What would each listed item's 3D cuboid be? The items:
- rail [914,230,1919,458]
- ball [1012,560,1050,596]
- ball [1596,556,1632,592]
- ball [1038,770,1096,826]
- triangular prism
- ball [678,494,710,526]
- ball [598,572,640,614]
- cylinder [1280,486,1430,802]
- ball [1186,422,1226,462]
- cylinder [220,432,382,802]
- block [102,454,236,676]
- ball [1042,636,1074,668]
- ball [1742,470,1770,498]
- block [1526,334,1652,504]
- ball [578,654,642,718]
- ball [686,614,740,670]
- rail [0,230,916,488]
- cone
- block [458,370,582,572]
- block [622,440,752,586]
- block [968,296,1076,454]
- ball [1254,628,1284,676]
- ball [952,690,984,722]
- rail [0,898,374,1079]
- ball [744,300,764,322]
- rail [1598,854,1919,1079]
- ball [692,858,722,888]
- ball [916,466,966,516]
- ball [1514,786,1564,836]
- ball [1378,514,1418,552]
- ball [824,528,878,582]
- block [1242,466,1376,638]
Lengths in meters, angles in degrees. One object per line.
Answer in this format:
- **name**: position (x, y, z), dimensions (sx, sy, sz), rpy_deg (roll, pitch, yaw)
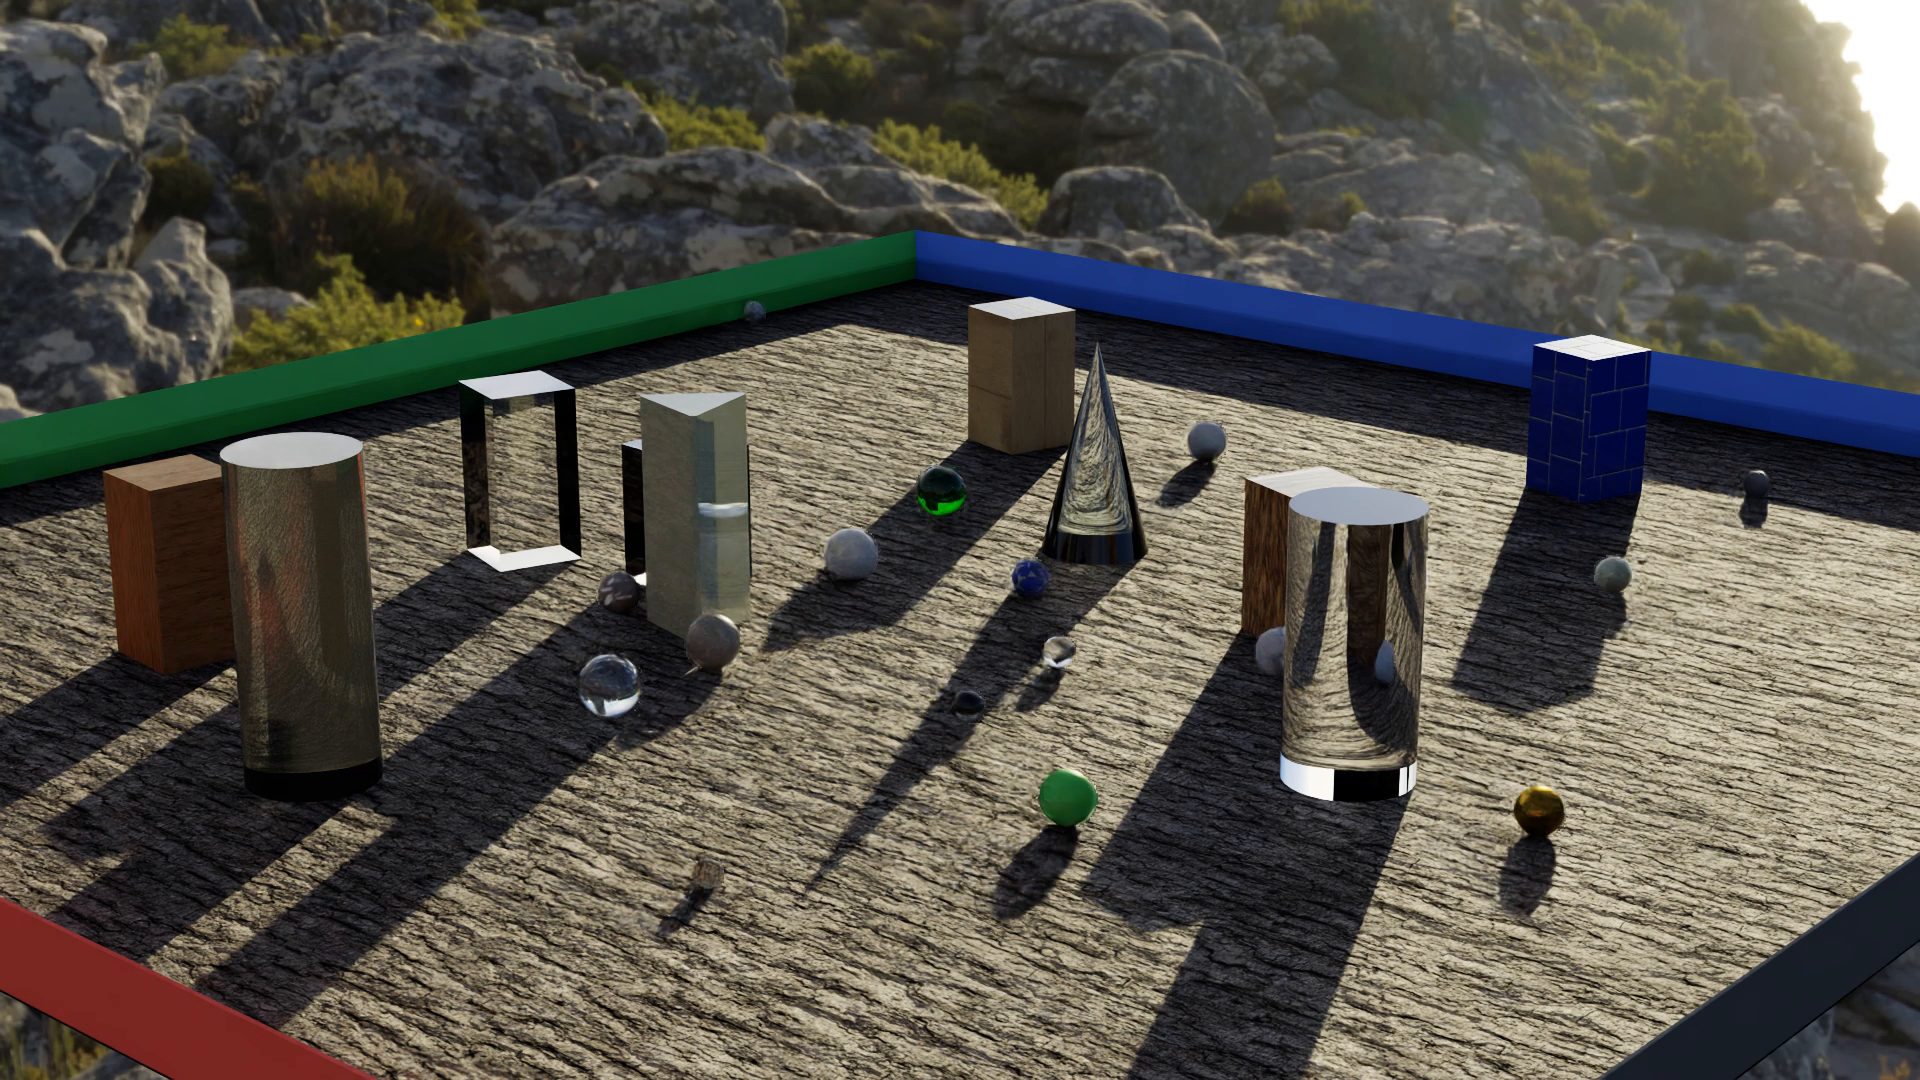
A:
- **rail**: position (1.283, -0.394, 6.535), dimensions (3.755, 0.129, 0.045), rpy_deg (14, 22, 39)
- **ball**: position (0.124, 0.066, 5.121), dimensions (0.066, 0.066, 0.066), rpy_deg (0, 17, 0)
- **ball**: position (1.147, 0.060, 5.145), dimensions (0.063, 0.063, 0.063), rpy_deg (0, 17, 0)
- **ball**: position (0.150, 0.362, 4.116), dimensions (0.080, 0.080, 0.080), rpy_deg (0, 17, 0)
- **triangular prism**: position (-0.422, -0.045, 4.923), dimensions (0.149, 0.394, 0.172), rpy_deg (-12, 20, -34)
- **ball**: position (-0.503, -0.057, 5.539), dimensions (0.061, 0.061, 0.061), rpy_deg (0, 17, 0)
- **ball**: position (-0.585, 0.091, 5.029), dimensions (0.072, 0.072, 0.072), rpy_deg (0, 17, 0)
- **cylinder**: position (0.569, 0.149, 4.241), dimensions (0.199, 0.414, 0.199), rpy_deg (0, 17, 0)
- **ball**: position (0.503, -0.201, 5.981), dimensions (0.081, 0.081, 0.081), rpy_deg (0, 17, 0)
- **cylinder**: position (-0.947, 0.110, 4.228), dimensions (0.199, 0.497, 0.199), rpy_deg (0, 17, 0)
- **block**: position (-1.278, 0.038, 4.794), dimensions (0.159, 0.309, 0.159), rpy_deg (-15, 22, -40)
- **ball**: position (0.160, 0.182, 4.761), dimensions (0.052, 0.052, 0.052), rpy_deg (0, 17, 0)
- **ball**: position (1.556, -0.110, 5.728), dimensions (0.053, 0.053, 0.053), rpy_deg (0, 17, 0)
- **block**: position (1.232, -0.239, 5.753), dimensions (0.159, 0.285, 0.159), rpy_deg (-11, 20, -33)
- **ball**: position (-0.541, 0.225, 4.535), dimensions (0.099, 0.099, 0.099), rpy_deg (0, 17, 0)
- **ball**: position (-0.400, 0.164, 4.753), dimensions (0.090, 0.090, 0.090), rpy_deg (0, 17, 0)
- **rail**: position (-1.400, -0.318, 6.284), dimensions (0.045, 0.129, 3.962), rpy_deg (14, 22, 39)
- **cone**: position (0.248, -0.172, 5.343), dimensions (0.199, 0.393, 0.199), rpy_deg (0, 17, 0)
- **block**: position (-0.798, -0.127, 5.324), dimensions (0.159, 0.319, 0.159), rpy_deg (-10, 19, -29)
- **block**: position (-0.483, -0.050, 5.189), dimensions (0.159, 0.249, 0.159), rpy_deg (-16, 23, -42)
- **block**: position (0.127, -0.343, 6.101), dimensions (0.159, 0.285, 0.159), rpy_deg (-11, 20, -33)
- **ball**: position (0.514, 0.180, 4.723), dimensions (0.078, 0.078, 0.078), rpy_deg (0, 17, 0)
- **ball**: position (0.012, 0.256, 4.518), dimensions (0.051, 0.051, 0.051), rpy_deg (0, 17, 0)
- **rail**: position (-1.283, 0.459, 3.705), dimensions (3.755, 0.129, 0.045), rpy_deg (14, 22, 39)
- **ball**: position (-0.509, -0.564, 7.234), dimensions (0.052, 0.052, 0.052), rpy_deg (0, 17, 0)
- **rail**: position (1.400, 0.383, 3.956), dimensions (0.045, 0.129, 3.962), rpy_deg (14, 22, 39)
- **ball**: position (-0.337, 0.444, 3.911), dimensions (0.040, 0.040, 0.040), rpy_deg (0, 17, 0)
- **ball**: position (-0.036, -0.094, 5.599), dimensions (0.096, 0.096, 0.096), rpy_deg (0, 17, 0)
- **ball**: position (0.807, 0.377, 4.083), dimensions (0.069, 0.069, 0.069), rpy_deg (0, 17, 0)
- **ball**: position (0.803, -0.012, 5.371), dimensions (0.071, 0.071, 0.071), rpy_deg (0, 17, 0)
- **ball**: position (-0.195, 0.026, 5.205), dimensions (0.094, 0.094, 0.094), rpy_deg (0, 17, 0)
- **block**: position (0.583, 0.032, 4.890), dimensions (0.159, 0.264, 0.159), rpy_deg (-9, 19, -28)
